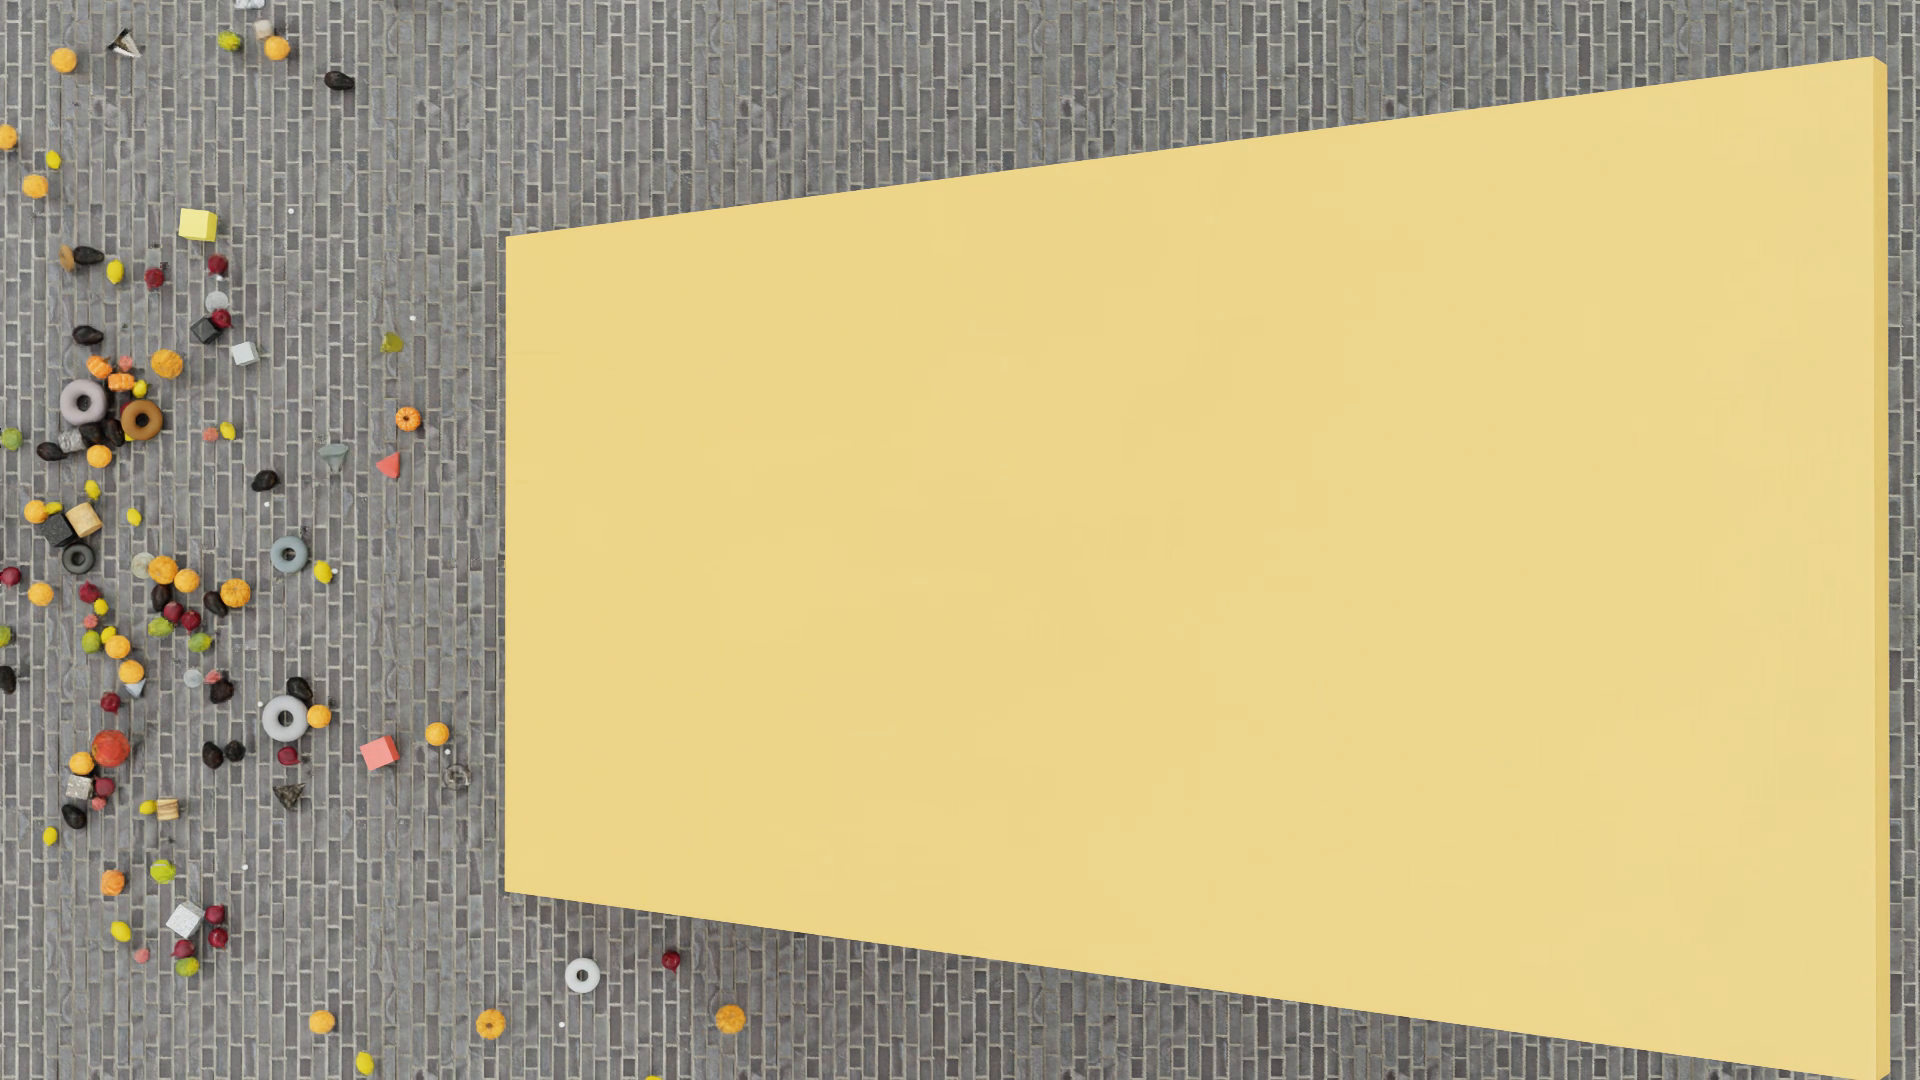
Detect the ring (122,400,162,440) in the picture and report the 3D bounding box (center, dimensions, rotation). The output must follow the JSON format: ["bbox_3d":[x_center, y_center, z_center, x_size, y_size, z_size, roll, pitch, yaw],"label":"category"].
[{"bbox_3d":[-2.514,-0.368,6.759,0.128,0.043,0.128,-9,104,-39],"label":"ring"}]

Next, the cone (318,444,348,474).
[{"bbox_3d":[-1.929,-0.239,6.785,0.087,0.087,0.087,0,116,0],"label":"cone"}]

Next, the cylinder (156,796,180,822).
[{"bbox_3d":[-2.437,0.828,6.766,0.063,0.063,0.063,-8,102,0],"label":"cylinder"}]

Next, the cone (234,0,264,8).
[{"bbox_3d":[-2.214,-1.664,6.795,0.088,0.088,0.088,-26,90,26],"label":"cone"}]

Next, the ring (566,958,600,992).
[{"bbox_3d":[-1.163,1.341,6.776,0.109,0.036,0.109,0,89,1],"label":"ring"}]

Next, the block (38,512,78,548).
[{"bbox_3d":[-2.766,-0.030,6.765,0.077,0.077,0.077,-32,90,0],"label":"block"}]

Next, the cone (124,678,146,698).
[{"bbox_3d":[-2.535,0.447,6.786,0.062,0.062,0.062,41,63,0],"label":"cone"}]

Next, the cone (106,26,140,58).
[{"bbox_3d":[-2.567,-1.518,6.792,0.095,0.095,0.095,41,90,-26],"label":"cone"}]

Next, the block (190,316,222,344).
[{"bbox_3d":[-2.324,-0.645,6.778,0.060,0.060,0.060,-39,90,0],"label":"block"}]

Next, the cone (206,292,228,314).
[{"bbox_3d":[-2.301,-0.735,6.772,0.072,0.072,0.072,0,90,0],"label":"cone"}]

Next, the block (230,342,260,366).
[{"bbox_3d":[-2.202,-0.574,6.778,0.057,0.057,0.057,-18,90,0],"label":"block"}]

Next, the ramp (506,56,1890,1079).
[{"bbox_3d":[0.227,0.064,5.545,4.000,0.100,2.000,0,89,38],"label":"ramp"}]

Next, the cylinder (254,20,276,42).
[{"bbox_3d":[-2.146,-1.572,6.788,0.052,0.052,0.052,-15,90,0],"label":"cylinder"}]

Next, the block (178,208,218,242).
[{"bbox_3d":[-2.344,-0.969,6.768,0.083,0.083,0.083,6,90,0],"label":"block"}]

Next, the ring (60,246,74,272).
[{"bbox_3d":[-2.752,-0.865,6.774,0.027,0.080,0.080,-19,90,-33],"label":"ring"}]

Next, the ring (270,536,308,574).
[{"bbox_3d":[-2.068,0.044,6.784,0.118,0.039,0.118,0,90,-1],"label":"ring"}]

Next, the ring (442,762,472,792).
[{"bbox_3d":[-1.552,0.731,6.784,0.088,0.029,0.088,0,88,0],"label":"ring"}]

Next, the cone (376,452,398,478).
[{"bbox_3d":[-1.752,-0.246,6.788,0.075,0.075,0.075,24,61,0],"label":"cone"}]

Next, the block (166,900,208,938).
[{"bbox_3d":[-2.375,1.165,6.757,0.076,0.076,0.076,35,90,0],"label":"block"}]

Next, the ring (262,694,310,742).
[{"bbox_3d":[-2.077,0.550,6.775,0.146,0.049,0.146,0,91,1],"label":"ring"}]

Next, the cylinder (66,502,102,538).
[{"bbox_3d":[-2.694,-0.062,6.764,0.079,0.079,0.079,-33,90,0],"label":"cylinder"}]

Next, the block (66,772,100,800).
[{"bbox_3d":[-2.699,0.757,6.765,0.065,0.065,0.065,12,90,0],"label":"block"}]

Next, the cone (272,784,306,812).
[{"bbox_3d":[-2.052,0.774,6.777,0.092,0.092,0.092,-35,90,-27],"label":"cone"}]

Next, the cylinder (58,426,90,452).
[{"bbox_3d":[-2.727,-0.309,6.771,0.069,0.069,0.069,-11,90,0],"label":"cylinder"}]

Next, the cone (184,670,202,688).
[{"bbox_3d":[-2.372,0.427,6.771,0.057,0.057,0.057,0,90,0],"label":"cone"}]

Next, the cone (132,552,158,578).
[{"bbox_3d":[-2.524,0.079,6.761,0.082,0.082,0.082,0,90,0],"label":"cone"}]

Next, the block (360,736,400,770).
[{"bbox_3d":[-1.782,0.654,6.759,0.080,0.080,0.080,-23,90,0],"label":"block"}]

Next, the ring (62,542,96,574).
[{"bbox_3d":[-2.720,0.057,6.786,0.102,0.034,0.102,0,90,-1],"label":"ring"}]

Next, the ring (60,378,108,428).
[{"bbox_3d":[-2.701,-0.422,6.781,0.150,0.050,0.150,0,90,1],"label":"ring"}]
